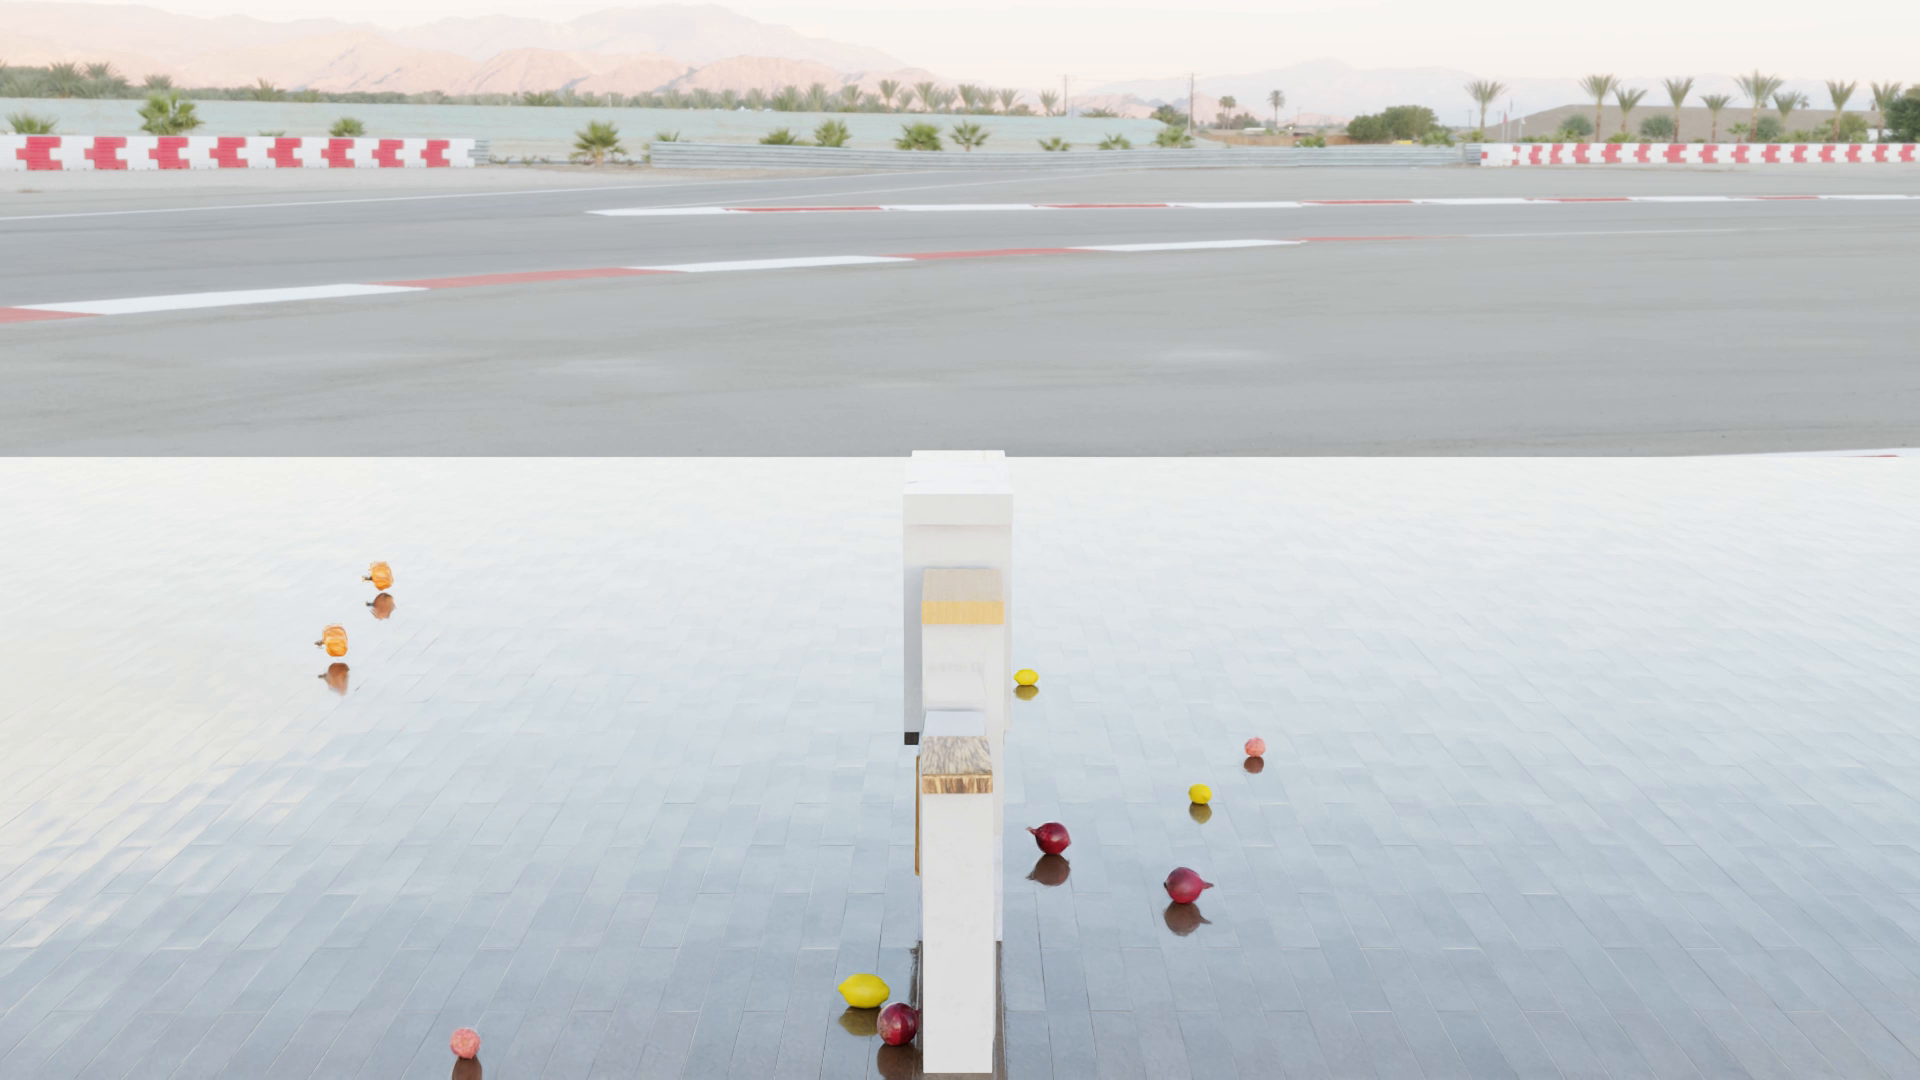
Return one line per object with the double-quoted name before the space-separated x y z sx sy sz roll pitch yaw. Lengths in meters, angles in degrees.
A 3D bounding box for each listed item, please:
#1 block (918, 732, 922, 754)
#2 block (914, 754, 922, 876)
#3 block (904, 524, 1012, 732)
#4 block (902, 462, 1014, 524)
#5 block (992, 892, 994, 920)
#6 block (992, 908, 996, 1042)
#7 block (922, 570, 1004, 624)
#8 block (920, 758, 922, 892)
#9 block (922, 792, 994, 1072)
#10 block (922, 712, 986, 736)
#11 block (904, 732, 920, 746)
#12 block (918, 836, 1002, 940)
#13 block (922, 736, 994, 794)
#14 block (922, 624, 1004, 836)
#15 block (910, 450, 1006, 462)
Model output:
"block" 0.001 0.333 3.509 0.132 0.037 0.264 0 11 0
"block" -0.020 0.392 3.089 0.087 0.174 0.025 7 11 32
"block" -0.004 0.135 3.527 0.172 0.345 0.049 0 11 0
"block" -0.005 -0.079 3.602 0.172 0.049 0.345 0 10 -1
"block" -0.001 0.490 3.108 0.094 0.027 0.187 0 11 0
"block" 0.002 0.605 3.074 0.094 0.187 0.027 2 10 9
"block" 0.004 0.085 3.332 0.120 0.034 0.240 0 11 0
"block" -0.009 0.395 3.040 0.093 0.185 0.026 0 11 2
"block" -0.003 0.522 2.944 0.093 0.399 0.026 0 11 0
"block" -0.008 0.280 3.148 0.087 0.025 0.174 0 10 2
"block" -0.010 0.136 3.758 0.172 0.431 0.049 0 11 0
"block" 0.000 0.497 3.450 0.132 0.264 0.037 0 11 0
"block" -0.005 0.302 2.962 0.093 0.026 0.185 0 10 -1
"block" 0.005 0.279 3.287 0.120 0.331 0.034 0 10 0
"block" -0.003 -0.112 3.952 0.171 0.048 0.342 0 11 0
